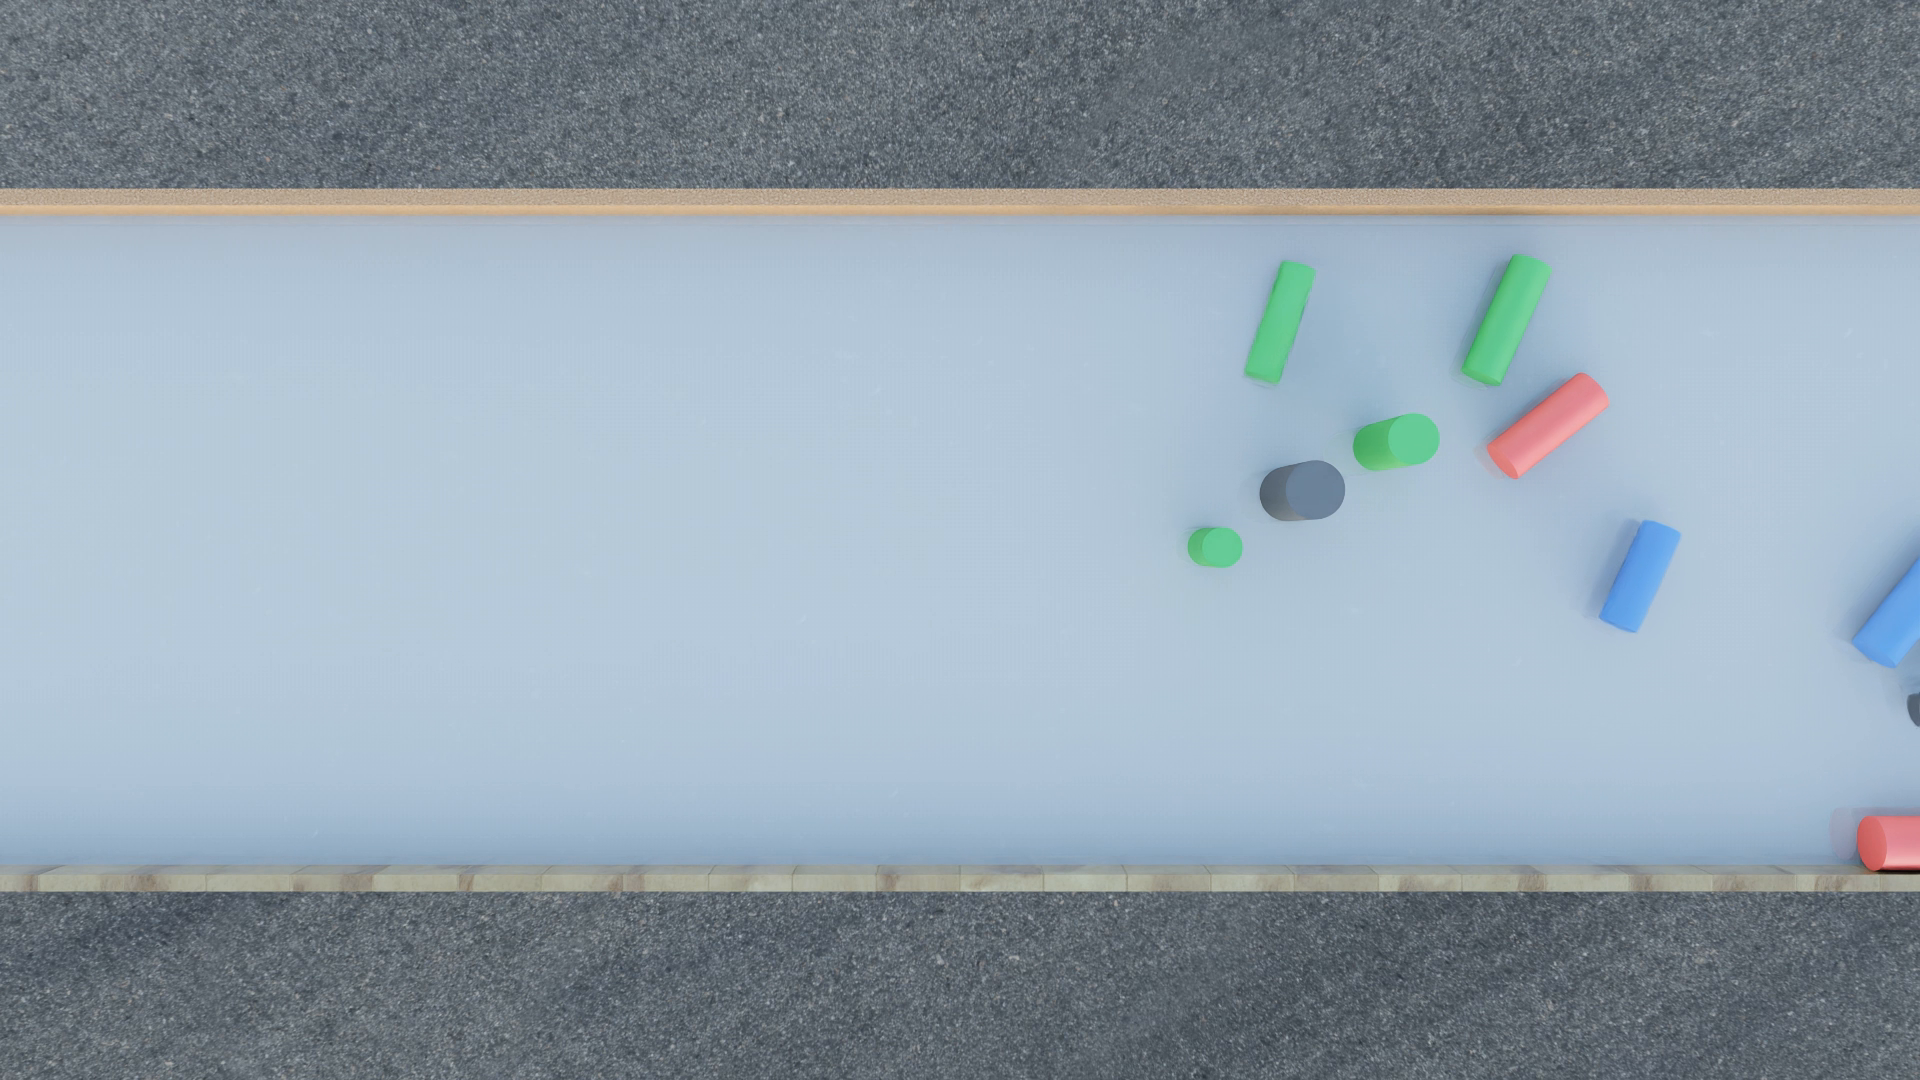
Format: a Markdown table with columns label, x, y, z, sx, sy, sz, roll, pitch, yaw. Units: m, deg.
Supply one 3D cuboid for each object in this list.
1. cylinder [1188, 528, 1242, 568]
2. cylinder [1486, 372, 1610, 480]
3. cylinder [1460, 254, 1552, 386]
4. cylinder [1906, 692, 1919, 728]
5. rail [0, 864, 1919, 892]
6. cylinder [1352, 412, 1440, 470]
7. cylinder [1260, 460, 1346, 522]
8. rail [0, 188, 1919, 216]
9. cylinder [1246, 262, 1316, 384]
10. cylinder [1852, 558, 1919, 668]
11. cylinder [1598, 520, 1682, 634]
| label | x | y | z | sx | sy | sz | roll | pitch | yaw |
| --- | --- | --- | --- | --- | --- | --- | --- | --- | --- |
| cylinder | 0.759 | 0.022 | 4.922 | 0.118 | 0.309 | 0.118 | 0 | 90 | 0 |
| cylinder | 1.785 | -0.346 | 5.009 | 0.352 | 0.136 | 0.136 | -38 | 90 | 0 |
| cylinder | 1.661 | -0.667 | 5.013 | 0.126 | 0.126 | 0.379 | 24 | 90 | 0 |
| cylinder | 3.102 | 0.476 | 5.021 | 0.382 | 0.112 | 0.112 | -14 | 90 | 0 |
| rail | -2.247 | 1.025 | 5.001 | 12.000 | 0.150 | 0.050 | 0 | 90 | 0 |
| cylinder | 1.283 | -0.286 | 4.869 | 0.147 | 0.416 | 0.147 | 0 | 90 | 0 |
| cylinder | 1.007 | -0.142 | 4.873 | 0.169 | 0.408 | 0.169 | 0 | 90 | 0 |
| rail | -2.247 | -1.025 | 5.002 | 12.000 | 0.150 | 0.050 | 0 | 90 | 0 |
| cylinder | 0.977 | -0.662 | 5.022 | 0.109 | 0.109 | 0.354 | 19 | 90 | 0 |
| cylinder | 2.916 | 0.170 | 5.007 | 0.140 | 0.140 | 0.450 | 39 | 90 | 0 |
| cylinder | 2.067 | 0.110 | 5.018 | 0.117 | 0.117 | 0.328 | 25 | 90 | 0 |
